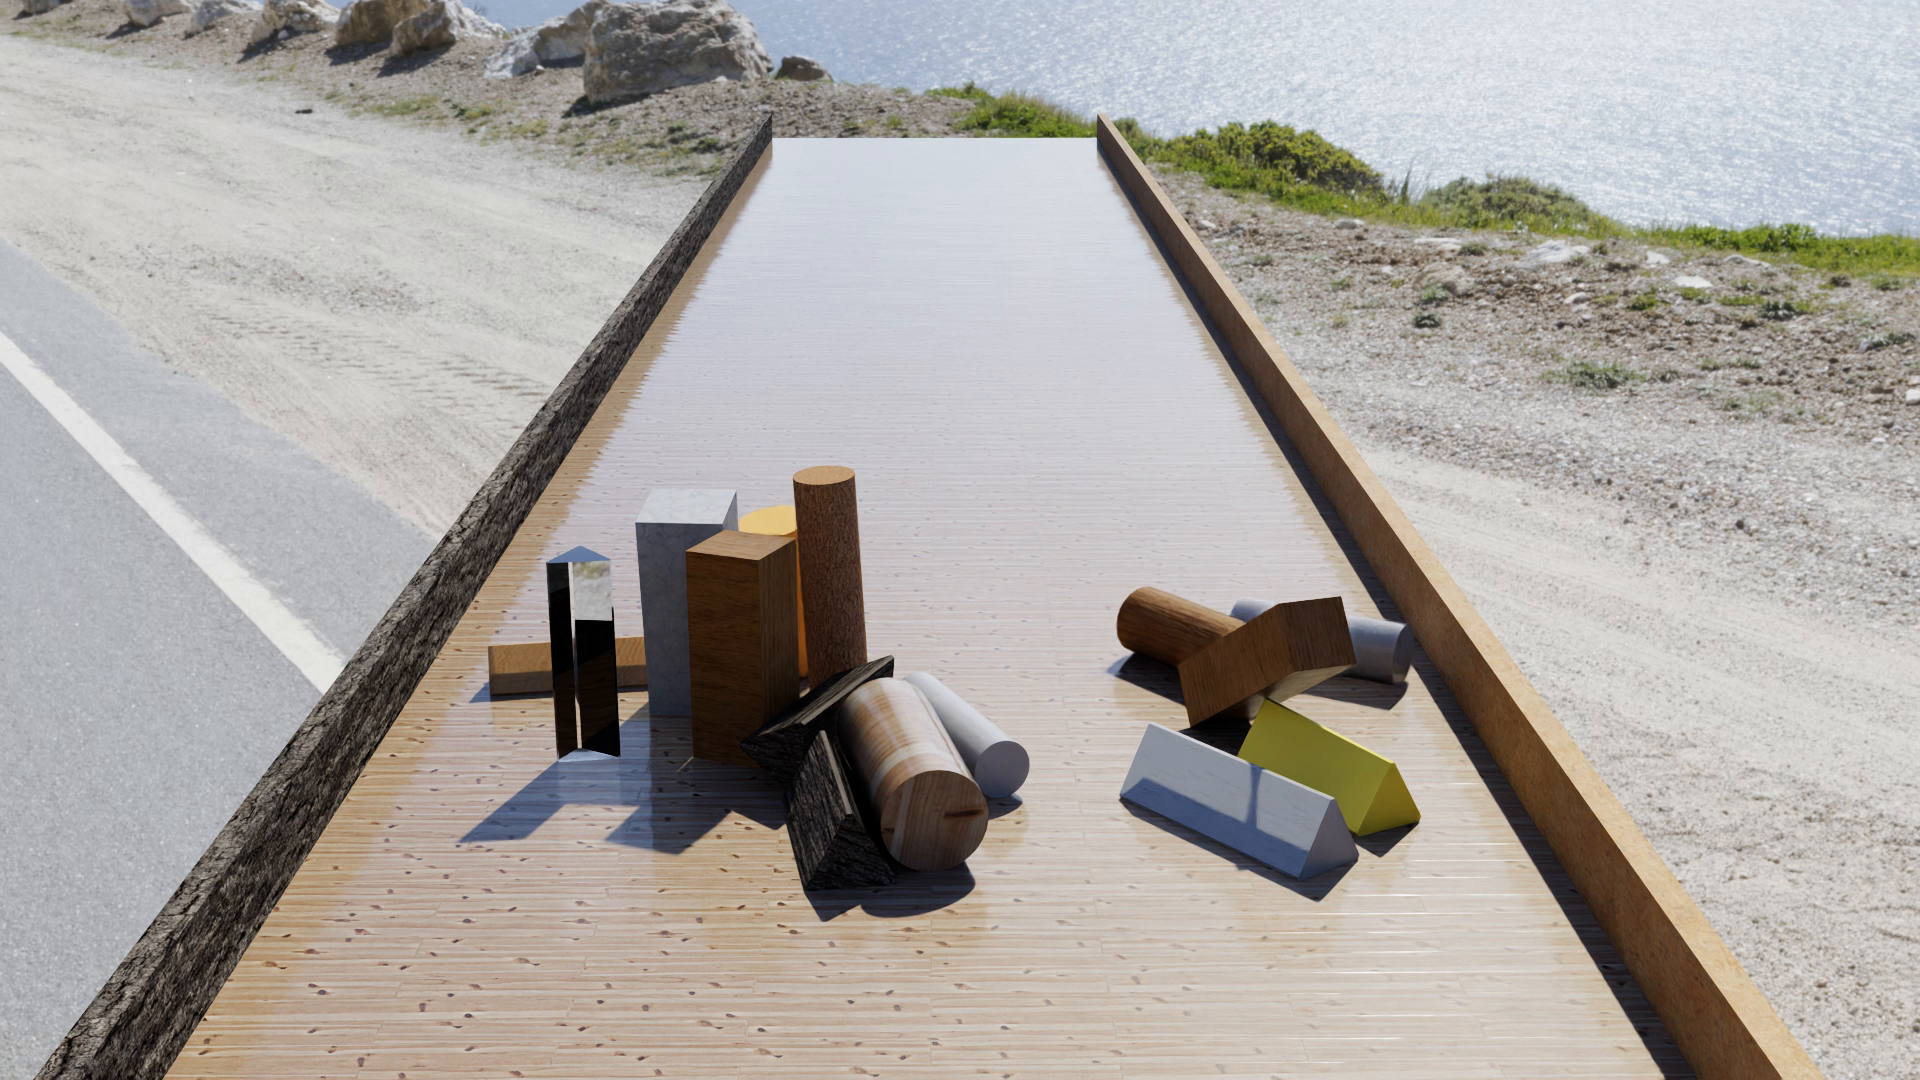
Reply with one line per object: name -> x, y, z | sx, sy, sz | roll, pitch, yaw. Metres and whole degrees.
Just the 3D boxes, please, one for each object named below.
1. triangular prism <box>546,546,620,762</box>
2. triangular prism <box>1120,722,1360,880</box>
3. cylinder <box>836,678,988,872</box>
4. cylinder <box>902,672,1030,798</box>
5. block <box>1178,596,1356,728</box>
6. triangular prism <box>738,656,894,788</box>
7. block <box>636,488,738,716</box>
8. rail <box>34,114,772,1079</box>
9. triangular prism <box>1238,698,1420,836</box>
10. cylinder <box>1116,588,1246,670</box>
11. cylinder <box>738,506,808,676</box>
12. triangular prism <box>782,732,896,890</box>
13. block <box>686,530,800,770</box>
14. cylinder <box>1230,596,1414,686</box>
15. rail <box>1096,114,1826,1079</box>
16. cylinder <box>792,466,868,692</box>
triangular prism -> -0.667, 0.201, 3.905 | 0.109, 0.369, 0.095 | -2, 17, -8
triangular prism -> 0.454, 0.414, 3.613 | 0.138, 0.119, 0.418 | -13, 21, -36
cylinder -> -0.085, 0.381, 3.643 | 0.173, 0.173, 0.426 | -4, 17, -12
cylinder -> -0.004, 0.341, 3.897 | 0.104, 0.104, 0.371 | -7, 18, -23
block -> 0.535, 0.220, 3.889 | 0.119, 0.119, 0.451 | -6, -15, -19
triangular prism -> -0.225, 0.303, 3.893 | 0.138, 0.120, 0.368 | 40, 27, 8
block -> -0.499, 0.117, 4.111 | 0.158, 0.394, 0.158 | 1, 24, 4
rail -> -1.118, -0.838, 7.780 | 0.050, 0.150, 12.000 | 0, 17, -1
triangular prism -> 0.624, 0.376, 3.750 | 0.133, 0.115, 0.341 | -9, 19, -28
cylinder -> 0.468, 0.199, 4.318 | 0.136, 0.136, 0.338 | -12, 20, -35
cylinder -> -0.342, 0.102, 4.305 | 0.142, 0.307, 0.142 | -7, 26, 3
triangular prism -> -0.200, 0.429, 3.559 | 0.141, 0.122, 0.352 | -3, 17, -10
block -> -0.383, 0.192, 3.904 | 0.142, 0.385, 0.142 | 7, 18, 22
cylinder -> 0.710, 0.199, 4.343 | 0.344, 0.121, 0.121 | 10, 19, 29
rail -> 0.932, -0.844, 7.801 | 0.050, 0.150, 12.000 | 0, 17, -1
cylinder -> -0.239, 0.092, 4.114 | 0.114, 0.450, 0.114 | -3, 19, 1
